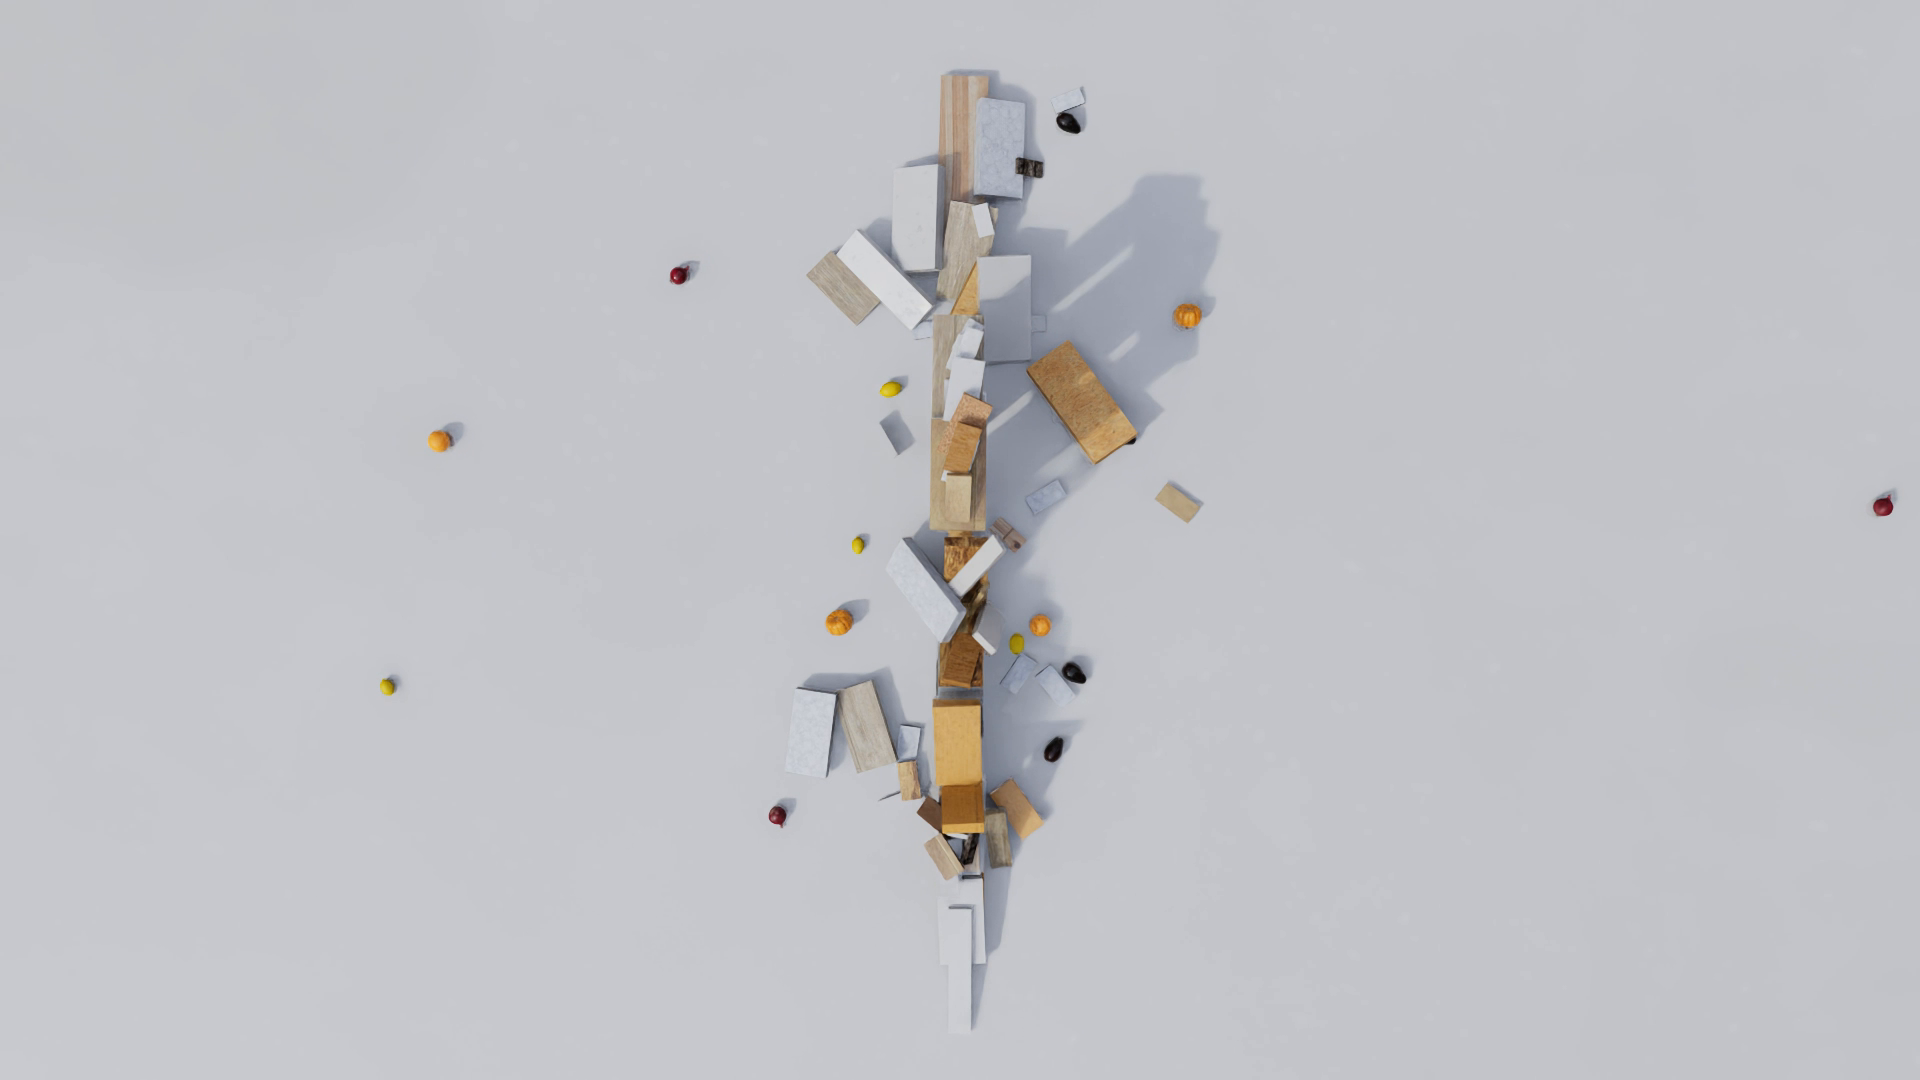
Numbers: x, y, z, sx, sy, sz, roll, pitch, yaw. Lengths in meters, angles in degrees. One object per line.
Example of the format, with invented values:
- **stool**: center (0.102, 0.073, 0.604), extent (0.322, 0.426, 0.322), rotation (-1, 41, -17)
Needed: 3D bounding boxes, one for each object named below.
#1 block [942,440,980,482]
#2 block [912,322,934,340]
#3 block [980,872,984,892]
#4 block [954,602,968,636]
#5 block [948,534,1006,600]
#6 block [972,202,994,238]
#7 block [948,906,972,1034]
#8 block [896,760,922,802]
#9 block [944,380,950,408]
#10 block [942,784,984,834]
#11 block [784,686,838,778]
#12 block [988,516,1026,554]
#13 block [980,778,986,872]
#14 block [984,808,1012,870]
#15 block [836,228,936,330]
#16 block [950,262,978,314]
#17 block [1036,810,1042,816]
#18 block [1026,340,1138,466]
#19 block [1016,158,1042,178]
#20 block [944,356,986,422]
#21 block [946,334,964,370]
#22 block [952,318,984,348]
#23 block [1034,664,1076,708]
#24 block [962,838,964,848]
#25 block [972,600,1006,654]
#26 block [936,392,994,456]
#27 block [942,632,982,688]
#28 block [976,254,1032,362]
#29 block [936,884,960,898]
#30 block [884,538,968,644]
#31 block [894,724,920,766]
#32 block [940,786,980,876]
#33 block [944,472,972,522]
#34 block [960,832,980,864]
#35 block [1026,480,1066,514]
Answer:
- **block**: center (0.001, -0.229, 4.704), extent (0.071, 0.020, 0.142), rotation (18, 103, -2)
- **block**: center (-0.107, -0.700, 5.493), extent (0.103, 0.015, 0.051), rotation (-9, 90, 0)
- **block**: center (0.005, 1.098, 5.479), extent (0.150, 0.043, 0.301), rotation (0, 90, 0)
- **block**: center (-0.006, 0.258, 5.366), extent (0.060, 0.017, 0.120), rotation (0, 53, 0)
- **block**: center (0.023, 0.121, 5.266), extent (0.381, 0.018, 0.063), rotation (-48, 65, 37)
- **block**: center (0.075, -1.043, 5.380), extent (0.052, 0.015, 0.104), rotation (-14, 104, 4)
- **block**: center (-0.001, 1.421, 5.441), extent (0.075, 0.021, 0.445), rotation (0, 103, 0)
- **block**: center (-0.169, 0.798, 5.470), extent (0.063, 0.018, 0.127), rotation (-8, 89, 0)
- **block**: center (-0.018, -0.411, 4.764), extent (0.053, 0.015, 0.105), rotation (-2, 90, 0)
- **block**: center (0.007, 0.834, 5.259), extent (0.131, 0.262, 0.037), rotation (-2, 120, 0)
- **block**: center (-0.491, 0.637, 5.459), extent (0.140, 0.040, 0.280), rotation (8, 94, 9)
- **block**: center (0.158, -0.017, 5.492), extent (0.120, 0.017, 0.060), rotation (43, 90, 0)
- **block**: center (0.007, 0.938, 5.436), extent (0.150, 0.043, 0.301), rotation (2, 89, 0)
- **block**: center (0.123, 0.978, 5.397), extent (0.072, 0.020, 0.285), rotation (-8, 132, 0)
- **block**: center (-0.245, -0.861, 5.449), extent (0.355, 0.033, 0.117), rotation (45, 119, 2)
- **block**: center (0.054, -0.785, 5.434), extent (0.117, 0.033, 0.235), rotation (24, 101, -16)
- **block**: center (0.199, 0.901, 5.491), extent (0.131, 0.018, 0.063), rotation (36, 90, 0)
- **block**: center (0.401, -0.454, 5.441), extent (0.170, 0.048, 0.388), rotation (-35, 81, -3)
- **block**: center (0.229, -1.233, 5.464), extent (0.104, 0.015, 0.052), rotation (2, 90, -36)
- **block**: center (0.012, -0.426, 4.722), extent (0.092, 0.026, 0.184), rotation (9, 95, 0)
- **block**: center (0.002, -0.536, 4.748), extent (0.053, 0.015, 0.105), rotation (21, 99, -2)
- **block**: center (0.024, -0.585, 4.764), extent (0.051, 0.015, 0.103), rotation (31, 90, 0)
- **block**: center (0.318, 0.487, 5.490), extent (0.068, 0.019, 0.136), rotation (-39, 90, 0)
- **block**: center (-0.014, 0.928, 5.331), extent (0.074, 0.021, 0.148), rotation (5, 89, 0)
- **block**: center (0.093, 0.282, 5.333), extent (0.026, 0.183, 0.091), rotation (-37, 108, 29)
- **block**: center (0.013, -0.318, 4.707), extent (0.092, 0.026, 0.185), rotation (25, 102, -3)
- **block**: center (0.010, 0.383, 5.266), extent (0.091, 0.026, 0.183), rotation (11, 54, 8)
- **block**: center (0.145, -0.762, 5.415), extent (0.170, 0.048, 0.340), rotation (-4, 107, -10)
- **block**: center (-0.033, 1.077, 5.327), extent (0.075, 0.021, 0.149), rotation (5, 89, 0)
- **block**: center (-0.113, 0.161, 5.360), extent (0.349, 0.040, 0.140), rotation (52, 129, 31)
- **block**: center (-0.174, 0.687, 5.490), extent (0.068, 0.019, 0.136), rotation (8, 90, 0)
- **block**: center (-0.001, 0.880, 5.398), extent (0.131, 0.037, 0.425), rotation (-1, 89, 0)
- **block**: center (-0.005, -0.121, 4.700), extent (0.071, 0.020, 0.142), rotation (2, 116, 0)
- **block**: center (0.037, 0.969, 5.303), extent (0.020, 0.072, 0.144), rotation (13, 89, 20)
- **block**: center (0.286, -0.143, 5.491), extent (0.125, 0.018, 0.063), rotation (-30, 90, 0)
